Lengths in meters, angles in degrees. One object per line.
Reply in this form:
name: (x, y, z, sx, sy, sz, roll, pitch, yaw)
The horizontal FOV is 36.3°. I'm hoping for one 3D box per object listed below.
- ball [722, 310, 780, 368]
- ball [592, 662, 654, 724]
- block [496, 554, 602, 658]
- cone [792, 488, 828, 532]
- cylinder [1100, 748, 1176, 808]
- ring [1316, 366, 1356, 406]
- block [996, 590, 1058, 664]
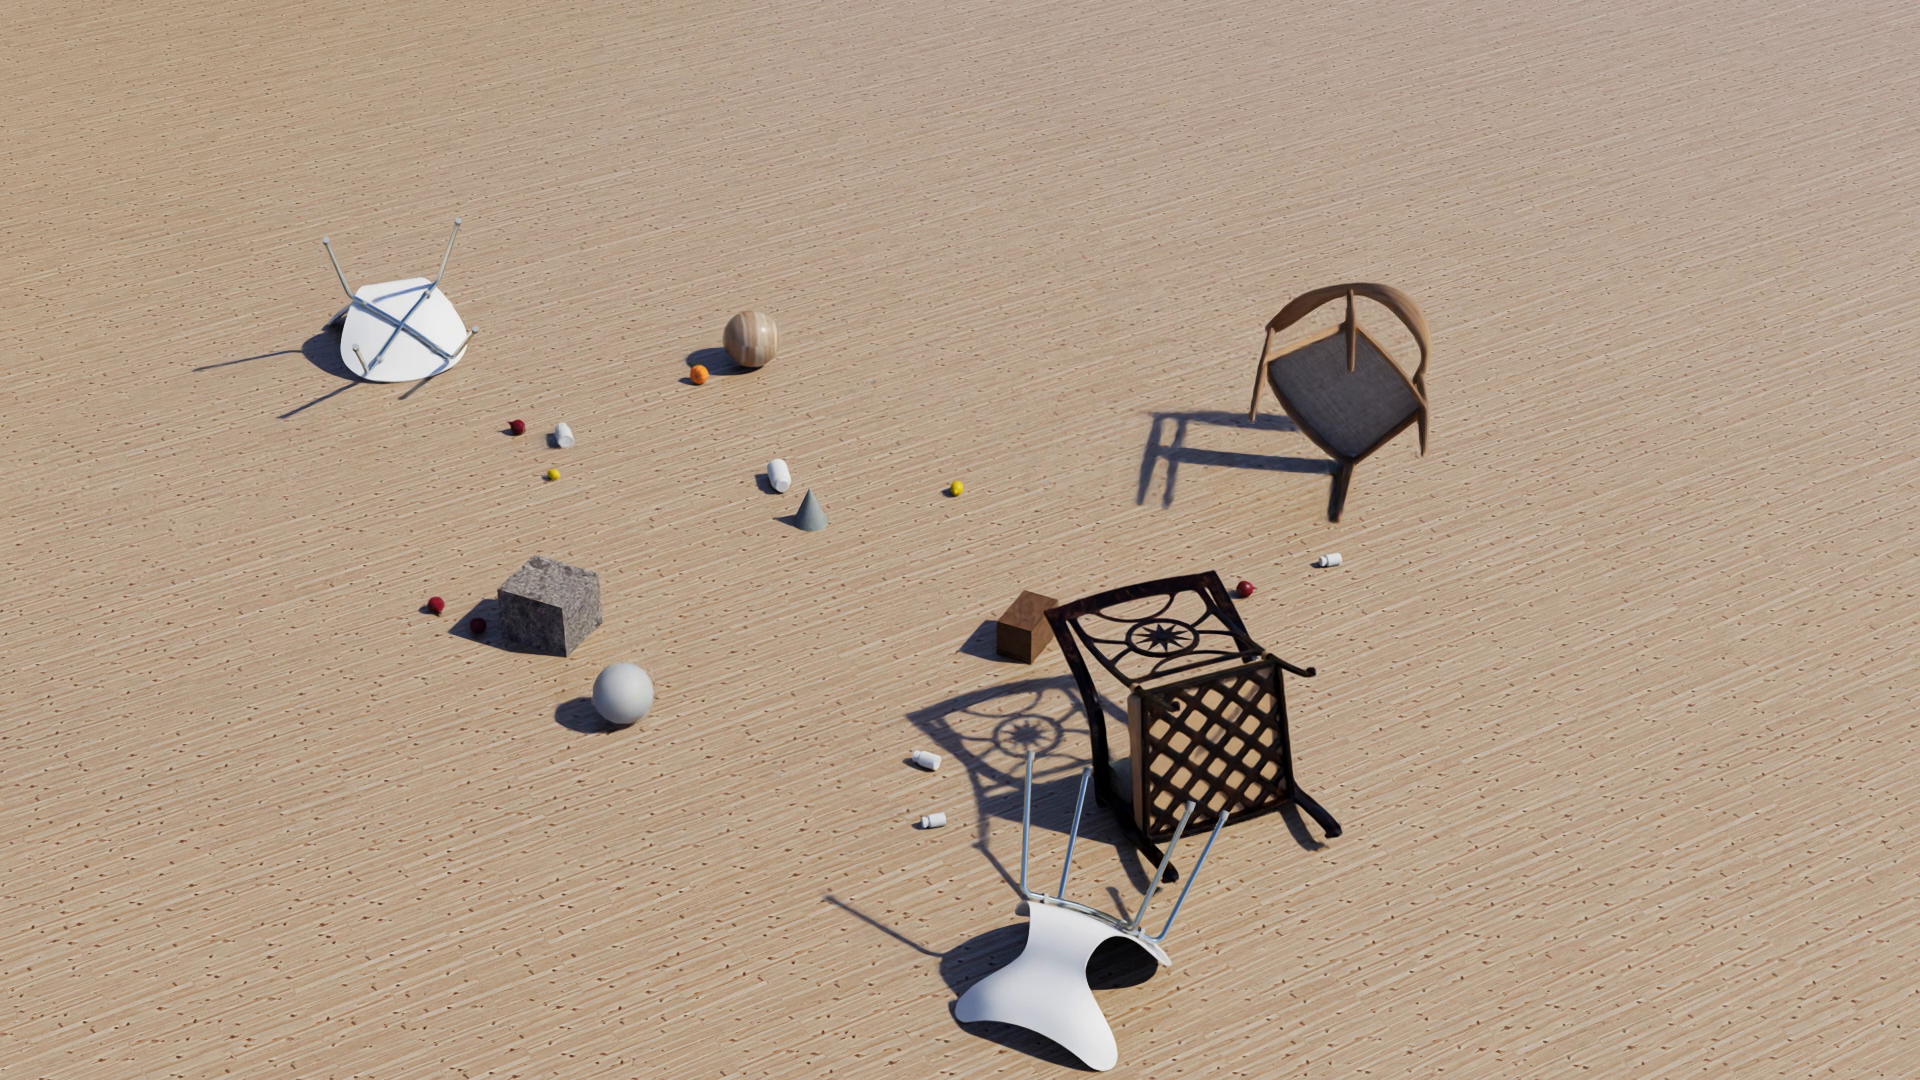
ball: (-0.853, -0.822, 11.979, 0.234, 0.234, 0.234, 0, 33, 0)
ball: (-1.145, 0.521, 9.963, 0.210, 0.210, 0.210, 0, 33, 0)
block: (-1.453, 0.233, 10.398, 0.270, 0.212, 0.241, 15, 36, 22)
cone: (-0.563, -0.133, 11.006, 0.134, 0.154, 0.135, -26, 41, -34)
cylinder: (0.585, 0.783, 9.645, 0.180, 0.122, 0.186, -15, 40, -22)
ring: (1.522, -0.625, 11.848, 0.161, 0.050, 0.283, 6, 34, 11)
block: (0.239, 0.308, 10.347, 0.135, 0.143, 0.218, 16, 36, 22)
